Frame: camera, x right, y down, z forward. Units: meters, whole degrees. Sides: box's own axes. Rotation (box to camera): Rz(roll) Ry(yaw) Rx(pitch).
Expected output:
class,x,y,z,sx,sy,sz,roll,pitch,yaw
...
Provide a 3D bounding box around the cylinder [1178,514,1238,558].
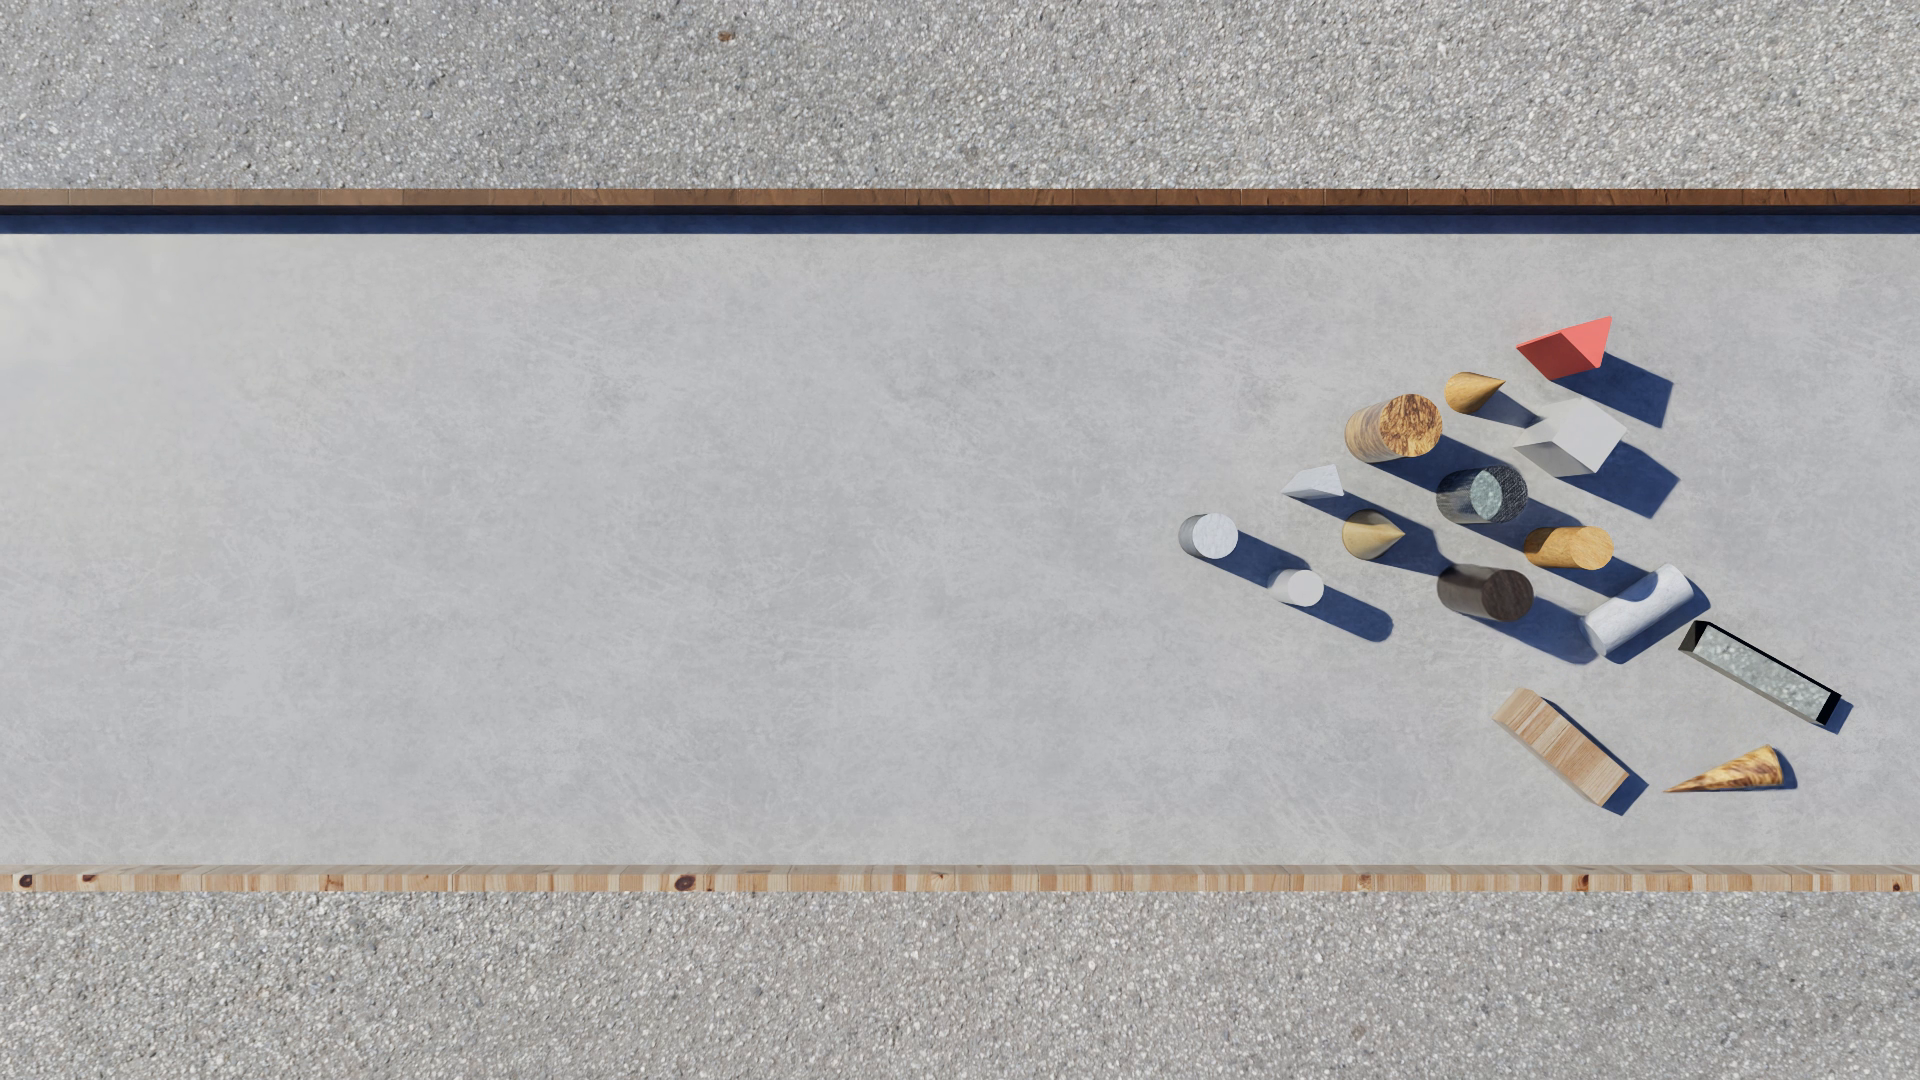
class,x,y,z,sx,sy,sz,roll,pitch,yaw
cylinder,0.737,-0.012,4.918,0.131,0.318,0.131,0,90,0

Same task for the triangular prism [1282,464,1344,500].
class,x,y,z,sx,sy,sz,roll,pitch,yaw
triangular prism,1.040,-0.174,4.849,0.091,0.454,0.079,14,90,0

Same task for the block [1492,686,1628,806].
class,x,y,z,sx,sy,sz,roll,pitch,yaw
block,1.821,0.626,5.012,0.384,0.129,0.129,41,90,0

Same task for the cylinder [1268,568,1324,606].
class,x,y,z,sx,sy,sz,roll,pitch,yaw
cylinder,0.997,0.139,4.917,0.105,0.318,0.105,0,90,0

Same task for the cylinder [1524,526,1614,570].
class,x,y,z,sx,sy,sz,roll,pitch,yaw
cylinder,1.797,0.023,4.884,0.124,0.386,0.124,0,90,0

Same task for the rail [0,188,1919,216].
class,x,y,z,sx,sy,sz,roll,pitch,yaw
rail,-2.247,-1.025,5.002,12.000,0.150,0.050,0,90,0

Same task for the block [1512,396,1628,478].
class,x,y,z,sx,sy,sz,roll,pitch,yaw
block,1.810,-0.303,4.909,0.157,0.335,0.157,36,90,0

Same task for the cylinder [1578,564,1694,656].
class,x,y,z,sx,sy,sz,roll,pitch,yaw
cylinder,2.051,0.211,5.010,0.315,0.133,0.133,-33,90,0

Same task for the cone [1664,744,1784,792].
class,x,y,z,sx,sy,sz,roll,pitch,yaw
cone,2.316,0.729,5.045,0.340,0.126,0.126,-17,90,11

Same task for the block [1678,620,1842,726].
class,x,y,z,sx,sy,sz,roll,pitch,yaw
block,2.434,0.403,5.024,0.456,0.105,0.105,29,90,0

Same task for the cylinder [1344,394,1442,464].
class,x,y,z,sx,sy,sz,roll,pitch,yaw
cylinder,1.272,-0.323,4.863,0.178,0.427,0.178,0,90,0

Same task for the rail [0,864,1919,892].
class,x,y,z,sx,sy,sz,roll,pitch,yaw
rail,-2.247,1.025,5.001,12.000,0.150,0.050,0,90,0

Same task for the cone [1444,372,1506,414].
class,x,y,z,sx,sy,sz,roll,pitch,yaw
cone,1.557,-0.453,4.888,0.130,0.377,0.130,0,90,0

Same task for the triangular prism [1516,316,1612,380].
class,x,y,z,sx,sy,sz,roll,pitch,yaw
triangular prism,1.810,-0.590,4.887,0.150,0.379,0.130,45,90,0

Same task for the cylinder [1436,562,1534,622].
class,x,y,z,sx,sy,sz,roll,pitch,yaw
cylinder,1.547,0.151,4.876,0.150,0.395,0.150,0,92,-2

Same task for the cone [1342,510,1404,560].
class,x,y,z,sx,sy,sz,roll,pitch,yaw
cone,1.255,-0.016,4.860,0.159,0.433,0.159,0,90,0

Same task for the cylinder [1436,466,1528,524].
class,x,y,z,sx,sy,sz,roll,pitch,yaw
cylinder,1.548,-0.131,4.905,0.166,0.342,0.166,0,90,0
